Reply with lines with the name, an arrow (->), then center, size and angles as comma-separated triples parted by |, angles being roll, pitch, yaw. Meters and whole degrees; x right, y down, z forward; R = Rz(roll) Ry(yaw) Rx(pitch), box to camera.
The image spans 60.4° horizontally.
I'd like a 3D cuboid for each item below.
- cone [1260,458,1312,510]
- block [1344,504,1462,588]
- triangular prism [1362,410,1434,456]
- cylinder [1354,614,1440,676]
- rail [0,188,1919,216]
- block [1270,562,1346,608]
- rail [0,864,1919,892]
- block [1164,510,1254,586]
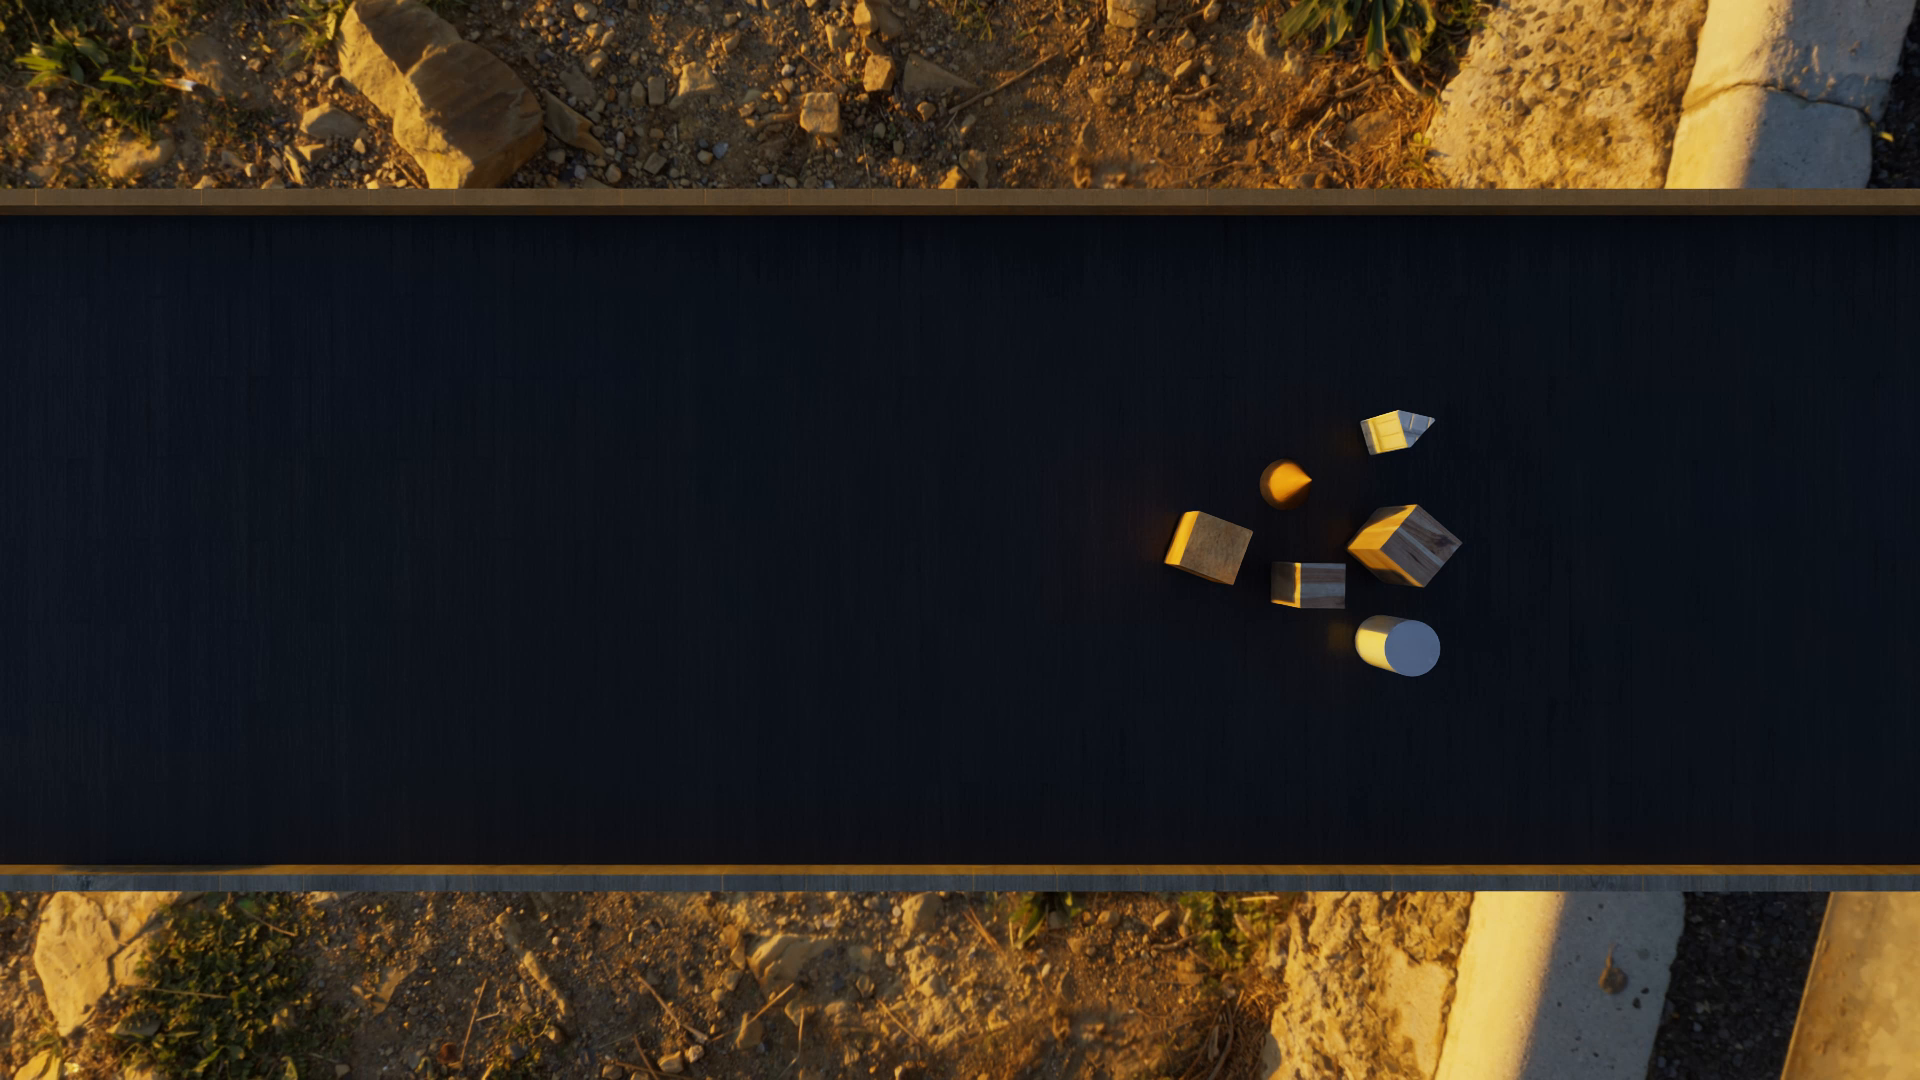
cone -> 1.002, -0.171, 4.886 | 0.160, 0.382, 0.160 | 0, 90, 0
block -> 1.295, 0.017, 4.855 | 0.165, 0.443, 0.165 | 41, 90, 0
triangular prism -> 1.267, -0.333, 4.861 | 0.093, 0.430, 0.108 | 43, 90, 0
cylinder -> 1.295, 0.311, 4.900 | 0.161, 0.353, 0.161 | 0, 90, 0
rail -> -2.247, -1.025, 5.002 | 12.000, 0.150, 0.050 | 0, 90, 0
block -> 1.021, 0.129, 4.858 | 0.126, 0.436, 0.126 | 1, 90, 0
rail -> -2.247, 1.025, 5.001 | 12.000, 0.150, 0.050 | 0, 90, 0
block -> 0.731, 0.023, 4.892 | 0.165, 0.370, 0.165 | 21, 90, 0
